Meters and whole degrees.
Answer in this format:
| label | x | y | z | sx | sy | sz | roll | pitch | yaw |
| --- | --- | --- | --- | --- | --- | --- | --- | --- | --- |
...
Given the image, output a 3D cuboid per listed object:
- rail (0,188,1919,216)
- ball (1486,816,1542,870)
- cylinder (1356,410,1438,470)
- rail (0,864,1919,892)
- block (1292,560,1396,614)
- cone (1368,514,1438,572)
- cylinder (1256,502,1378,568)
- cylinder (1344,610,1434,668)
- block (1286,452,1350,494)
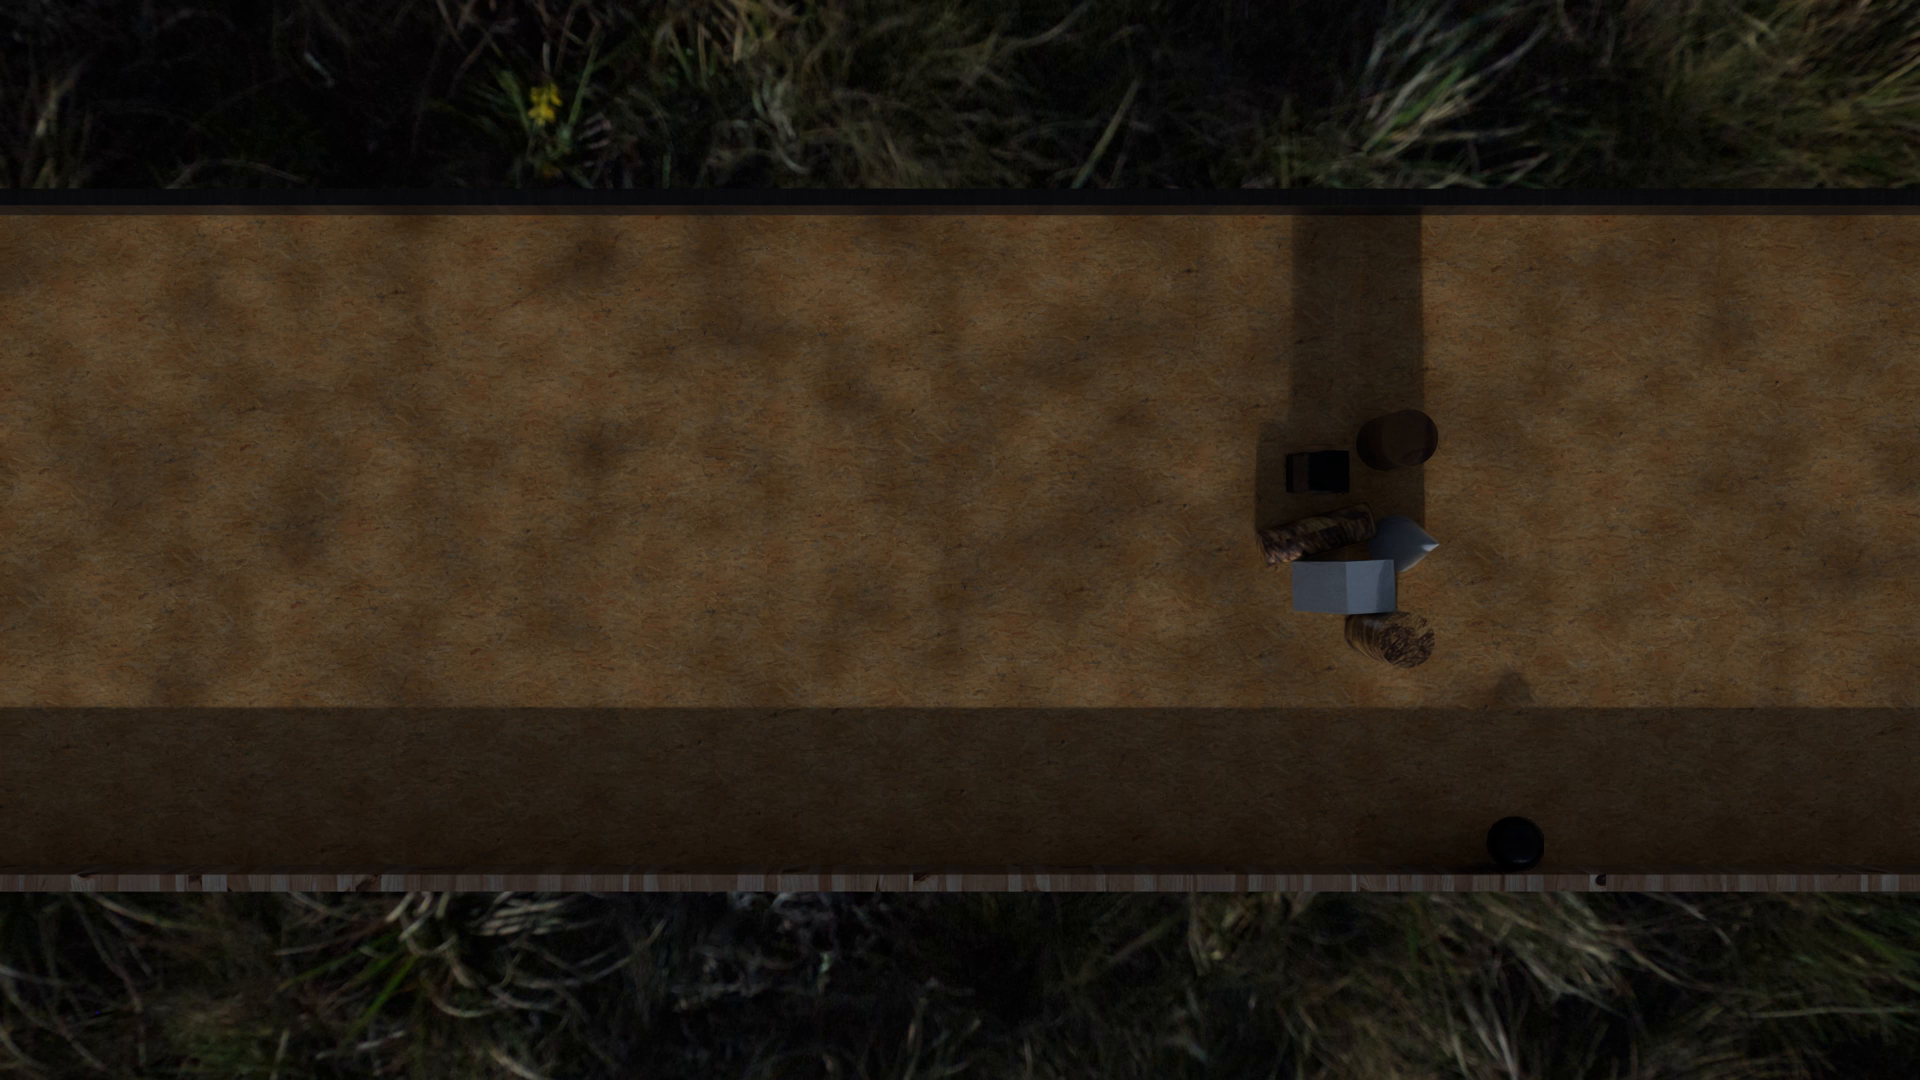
| label | x | y | z | sx | sy | sz | roll | pitch | yaw |
| --- | --- | --- | --- | --- | --- | --- | --- | --- | --- |
| rail | -2.247 | -1.025 | 5.002 | 12.000 | 0.150 | 0.050 | 0 | 90 | 0 |
| ball | 1.680 | 0.919 | 4.996 | 0.162 | 0.162 | 0.162 | 0 | 90 | 0 |
| cylinder | 1.301 | -0.296 | 4.924 | 0.165 | 0.305 | 0.165 | 0 | 90 | 0 |
| rail | -2.247 | 1.025 | 5.001 | 12.000 | 0.150 | 0.050 | 0 | 90 | 0 |
| block | 1.130 | 0.136 | 4.883 | 0.150 | 0.362 | 0.150 | -2 | 90 | -13 |
| cone | 1.344 | 0.011 | 4.848 | 0.178 | 0.458 | 0.178 | 0 | 90 | 0 |
| cylinder | 1.082 | -0.016 | 5.019 | 0.344 | 0.116 | 0.116 | -15 | 90 | 0 |
| cylinder | 1.263 | 0.282 | 4.871 | 0.159 | 0.411 | 0.159 | 0 | 90 | 0 |
| block | 1.062 | -0.200 | 4.910 | 0.115 | 0.331 | 0.115 | -1 | 91 | 0 |
